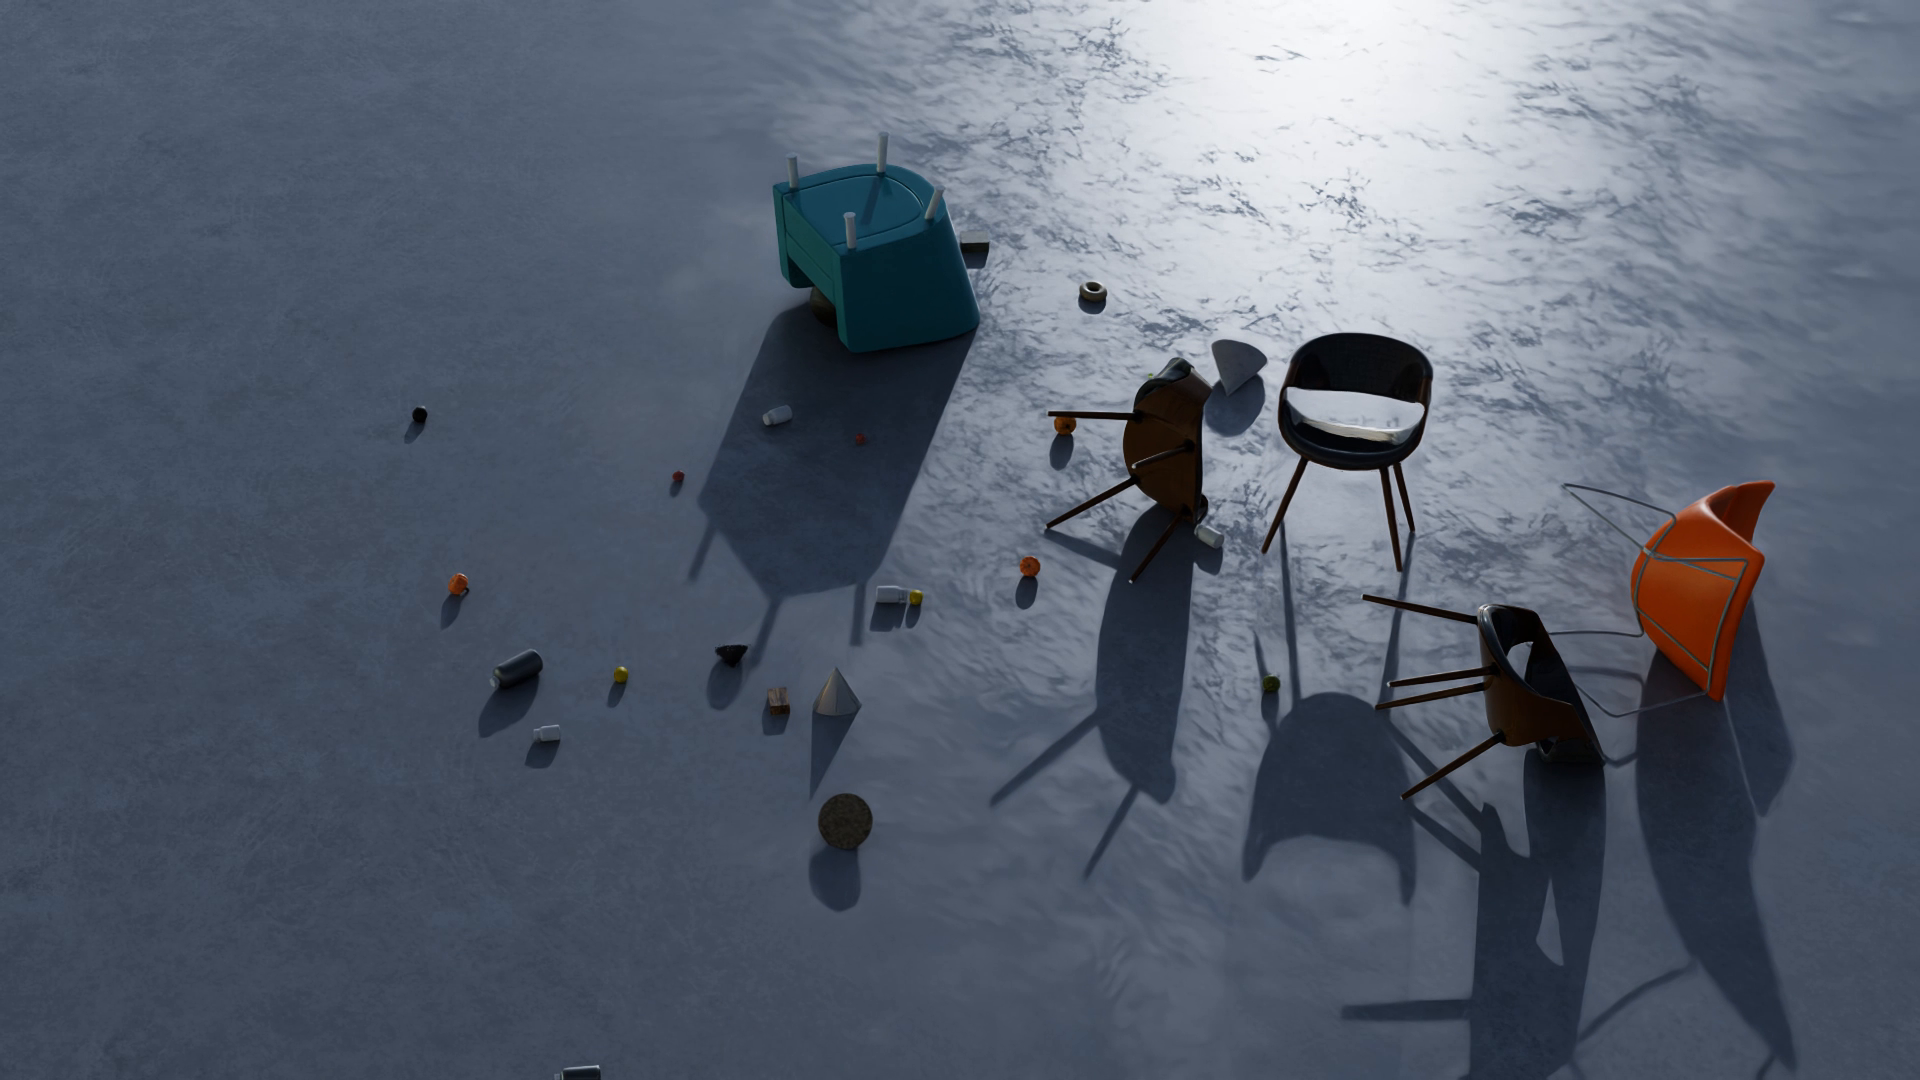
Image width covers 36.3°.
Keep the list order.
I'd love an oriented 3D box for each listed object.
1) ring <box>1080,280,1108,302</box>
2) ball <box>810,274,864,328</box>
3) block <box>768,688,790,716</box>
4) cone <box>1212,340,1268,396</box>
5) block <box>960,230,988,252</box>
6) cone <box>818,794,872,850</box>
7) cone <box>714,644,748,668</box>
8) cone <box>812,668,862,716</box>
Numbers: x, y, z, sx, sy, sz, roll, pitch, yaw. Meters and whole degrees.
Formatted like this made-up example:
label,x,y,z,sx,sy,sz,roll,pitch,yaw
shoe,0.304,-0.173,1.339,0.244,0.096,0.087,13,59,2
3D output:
label,x,y,z,sx,sy,sz,roll,pitch,yaw
ring,0.570,-1.063,12.524,0.115,0.038,0.154,-11,34,-14
ball,-0.515,-1.000,12.255,0.228,0.228,0.228,0,33,0
block,-0.623,0.554,10.070,0.066,0.038,0.102,-5,34,-8
cone,1.107,-0.666,11.884,0.238,0.158,0.234,19,55,-1
block,0.064,-1.311,12.890,0.119,0.049,0.109,-2,33,-3
cone,-0.356,0.916,9.494,0.188,0.181,0.094,28,-4,22
cone,-0.797,0.415,10.276,0.119,0.107,0.067,-8,73,2
cone,-0.423,0.498,10.036,0.170,0.168,0.117,-3,33,-4
